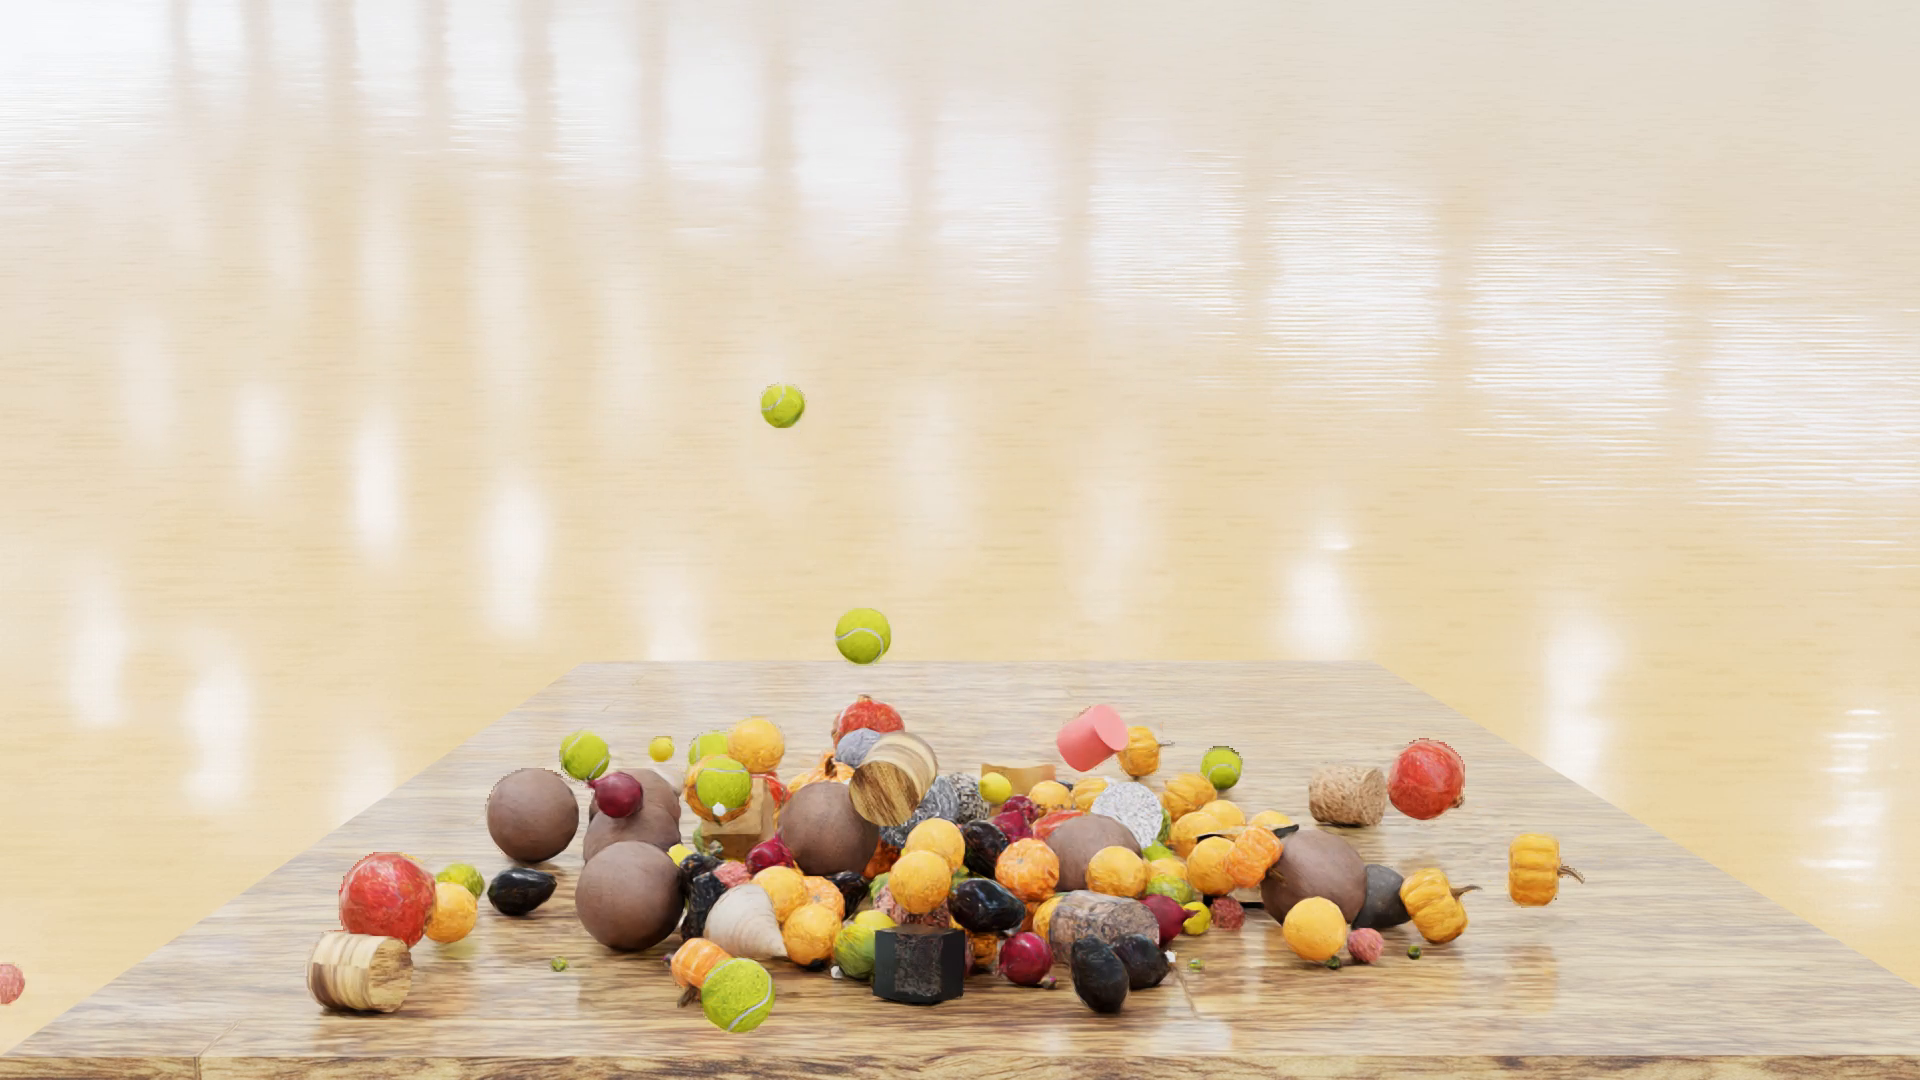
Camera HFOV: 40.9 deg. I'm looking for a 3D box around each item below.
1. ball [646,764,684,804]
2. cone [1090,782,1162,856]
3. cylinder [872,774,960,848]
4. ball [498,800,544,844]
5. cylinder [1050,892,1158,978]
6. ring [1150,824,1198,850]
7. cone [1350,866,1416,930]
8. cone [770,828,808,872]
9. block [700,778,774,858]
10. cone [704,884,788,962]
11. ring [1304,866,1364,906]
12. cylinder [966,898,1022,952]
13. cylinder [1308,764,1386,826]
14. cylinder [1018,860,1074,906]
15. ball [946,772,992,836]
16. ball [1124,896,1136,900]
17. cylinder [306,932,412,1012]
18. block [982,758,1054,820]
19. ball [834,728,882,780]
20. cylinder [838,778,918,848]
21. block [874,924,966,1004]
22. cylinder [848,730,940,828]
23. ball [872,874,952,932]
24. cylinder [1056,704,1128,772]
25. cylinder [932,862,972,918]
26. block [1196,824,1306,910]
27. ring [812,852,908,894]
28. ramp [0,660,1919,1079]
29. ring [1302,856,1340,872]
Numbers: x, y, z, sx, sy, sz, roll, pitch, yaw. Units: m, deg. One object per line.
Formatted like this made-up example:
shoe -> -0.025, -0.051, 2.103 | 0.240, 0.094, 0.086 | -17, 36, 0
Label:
ball -> -0.476, 0.395, 4.158 | 0.062, 0.062, 0.062 | 0, 22, 0
cone -> 0.227, 0.369, 3.341 | 0.096, 0.096, 0.096 | 8, -12, 20
cylinder -> -0.058, 0.347, 3.310 | 0.092, 0.092, 0.092 | 7, 0, 17
ball -> -0.642, 0.413, 3.766 | 0.066, 0.066, 0.066 | 0, 22, 0
cylinder -> 0.162, 0.445, 2.898 | 0.090, 0.090, 0.090 | -13, 4, -30
ring -> 0.307, 0.433, 3.752 | 0.083, 0.028, 0.083 | -1, 3, 0
cone -> 0.497, 0.455, 3.131 | 0.086, 0.086, 0.086 | 16, 27, 34
cone -> -0.249, 0.427, 3.520 | 0.060, 0.060, 0.060 | -8, 15, 32
block -> -0.294, 0.369, 3.407 | 0.079, 0.079, 0.079 | -2, 60, 7
cone -> -0.214, 0.433, 2.792 | 0.092, 0.092, 0.092 | -17, 26, -36
ring -> 0.495, 0.449, 3.335 | 0.114, 0.038, 0.114 | 1, 3, 0
cylinder -> 0.041, 0.455, 3.042 | 0.055, 0.055, 0.055 | 5, 4, 13
cylinder -> 0.594, 0.391, 3.935 | 0.089, 0.089, 0.089 | 2, 19, 34
cylinder -> 0.111, 0.442, 3.308 | 0.051, 0.051, 0.051 | -6, 21, -40
ball -> 0.001, 0.395, 3.850 | 0.093, 0.093, 0.093 | 0, 22, 0
ball -> 0.189, 0.450, 3.005 | 0.068, 0.068, 0.068 | 0, 22, 0
cylinder -> -0.638, 0.459, 2.733 | 0.079, 0.079, 0.079 | 1, 21, 23
block -> 0.091, 0.392, 4.041 | 0.080, 0.080, 0.080 | 3, 4, 42
ball -> -0.144, 0.326, 3.843 | 0.087, 0.087, 0.087 | 0, 22, 0
cylinder -> -0.106, 0.376, 3.546 | 0.097, 0.097, 0.097 | -1, 21, 15
block -> -0.043, 0.458, 2.781 | 0.071, 0.071, 0.071 | 2, -1, 29
cylinder -> -0.082, 0.294, 3.174 | 0.088, 0.088, 0.088 | 8, 32, 20
ball -> -0.056, 0.437, 2.999 | 0.095, 0.095, 0.095 | 0, 22, 0
cylinder -> 0.181, 0.270, 3.504 | 0.069, 0.069, 0.069 | -35, 0, 35
cylinder -> -0.015, 0.440, 3.225 | 0.051, 0.051, 0.051 | 4, 27, 9
block -> 0.372, 0.417, 3.285 | 0.094, 0.094, 0.094 | -8, -2, 39
ring -> -0.133, 0.443, 3.417 | 0.129, 0.043, 0.129 | -1, 3, 0
ramp -> 0.050, 0.457, 4.533 | 2.000, 0.100, 4.000 | 0, 3, 0
ring -> 0.468, 0.446, 3.457 | 0.092, 0.031, 0.092 | 1, 2, 0
